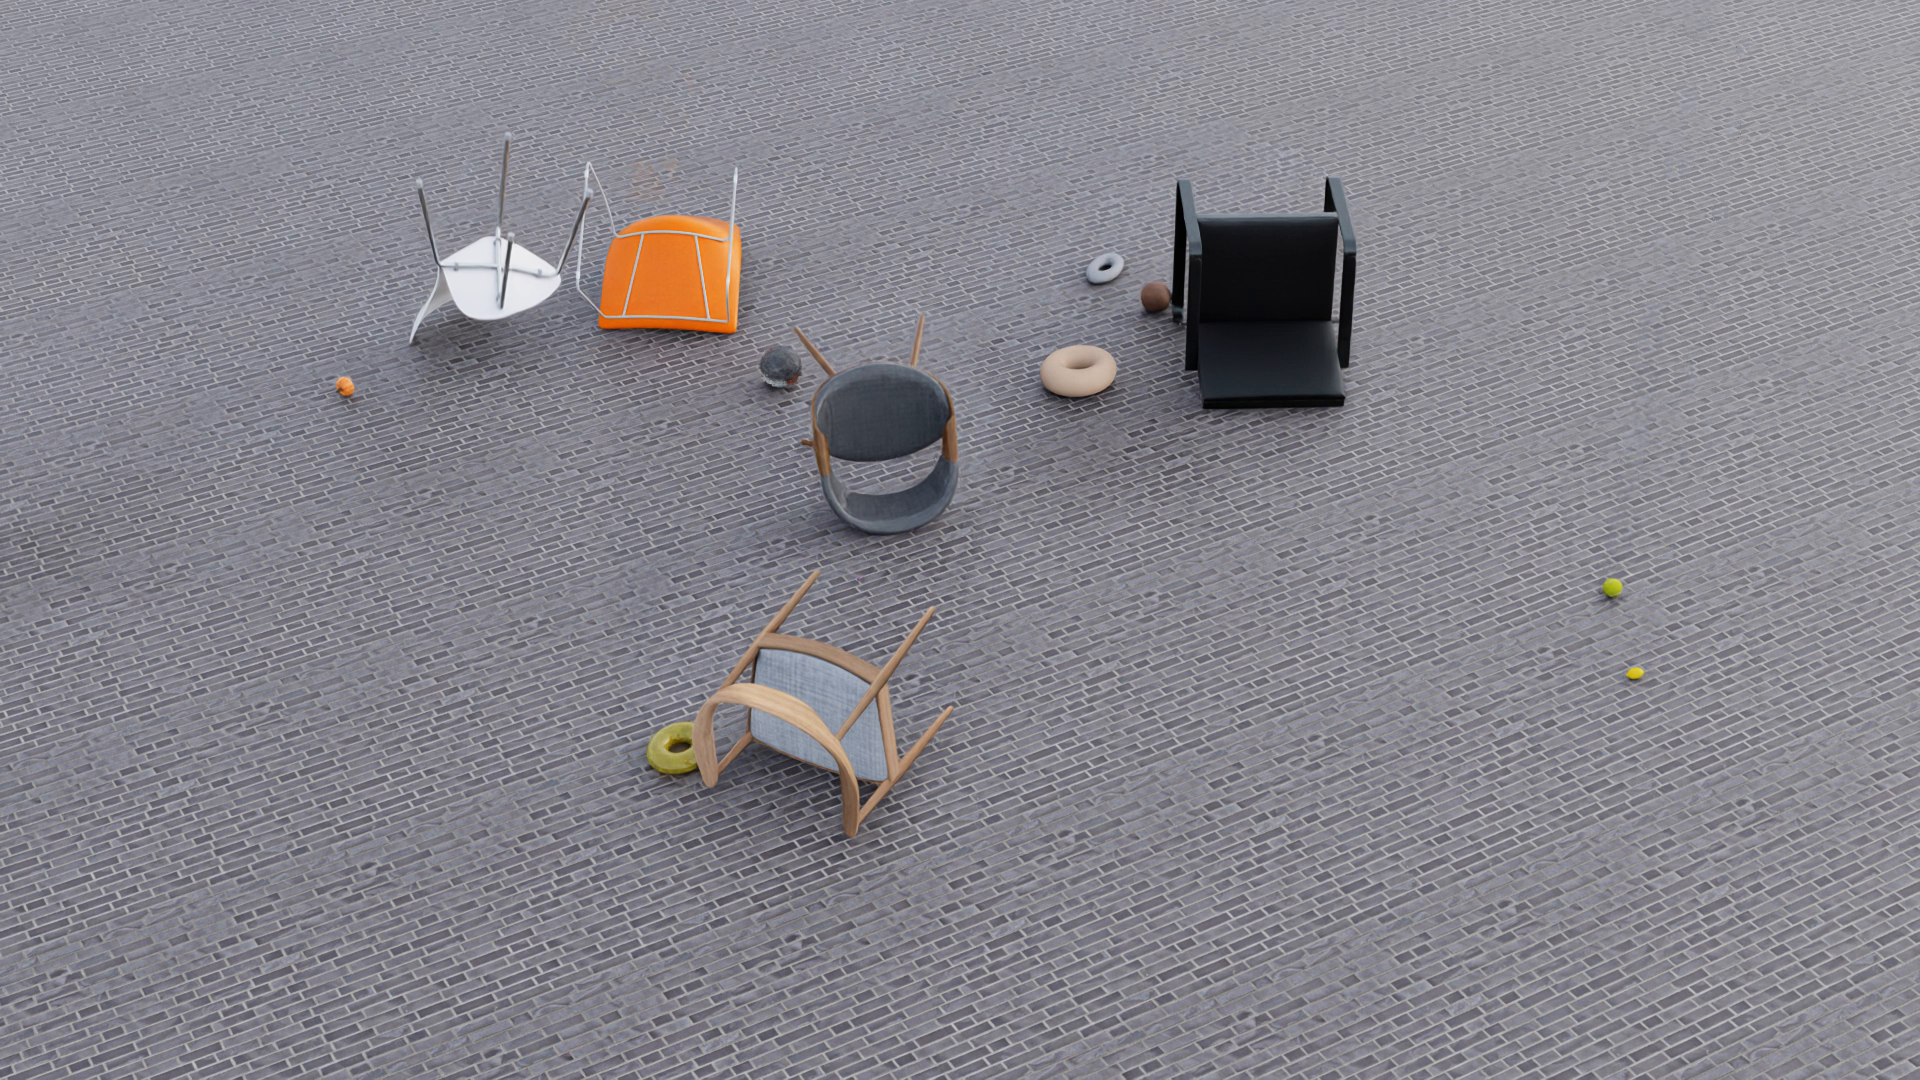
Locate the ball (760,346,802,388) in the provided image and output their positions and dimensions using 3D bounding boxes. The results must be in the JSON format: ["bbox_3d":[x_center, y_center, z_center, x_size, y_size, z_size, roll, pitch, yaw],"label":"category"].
[{"bbox_3d":[-0.725,-0.702,11.855,0.170,0.170,0.170,0,33,0],"label":"ball"}]

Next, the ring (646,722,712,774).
[{"bbox_3d":[-0.940,0.697,9.831,0.216,0.062,0.261,9,35,15],"label":"ring"}]

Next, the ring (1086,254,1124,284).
[{"bbox_3d":[0.627,-1.175,12.684,0.142,0.048,0.259,16,37,21],"label":"ring"}]

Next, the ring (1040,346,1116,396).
[{"bbox_3d":[0.480,-0.685,11.882,0.333,0.114,0.288,-26,40,-36],"label":"ring"}]
